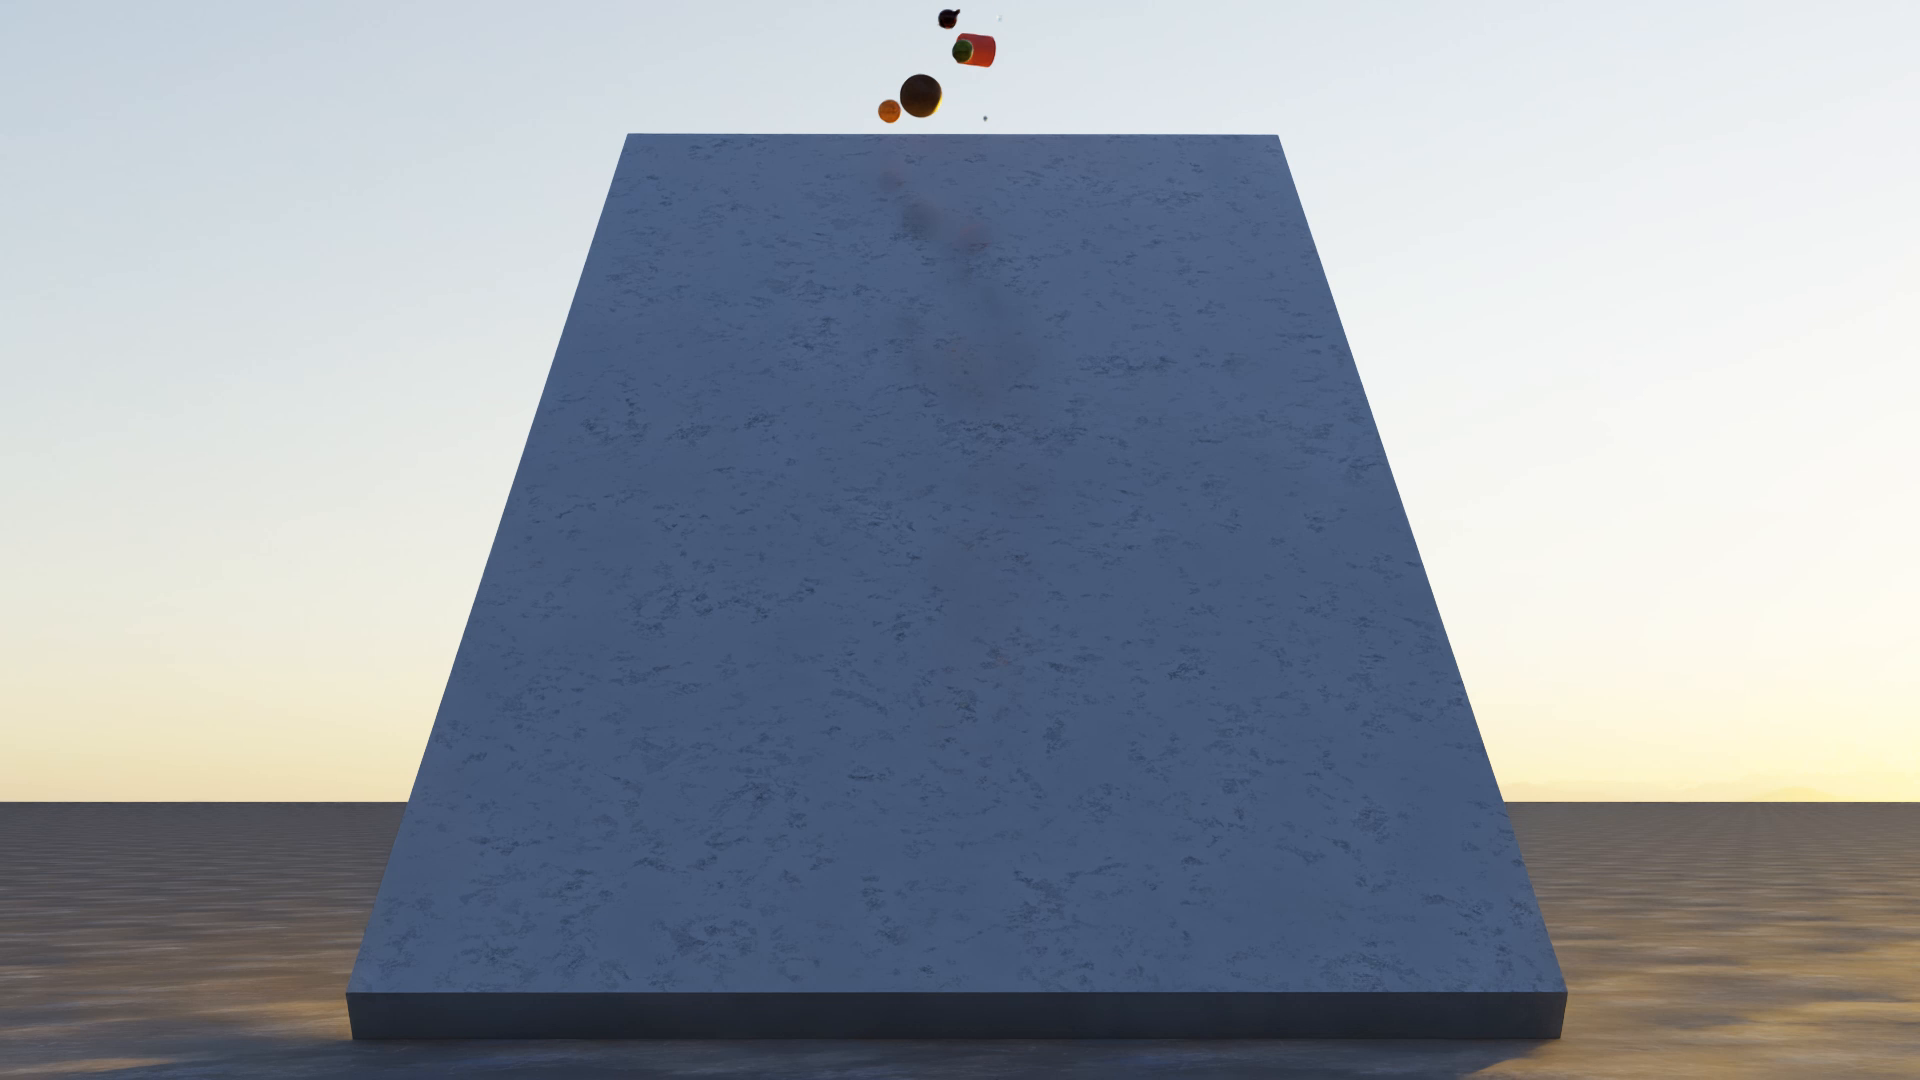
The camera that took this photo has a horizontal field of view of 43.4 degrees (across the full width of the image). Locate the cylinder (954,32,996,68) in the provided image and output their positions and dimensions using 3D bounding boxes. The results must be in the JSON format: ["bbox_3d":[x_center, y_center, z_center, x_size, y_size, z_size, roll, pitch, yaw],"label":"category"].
[{"bbox_3d":[0.045,-1.467,7.222,0.093,0.093,0.093,2,-6,-27],"label":"cylinder"}]

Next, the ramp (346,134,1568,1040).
[{"bbox_3d":[-0.013,-0.211,5.707,2.000,0.100,4.000,0,30,0],"label":"ramp"}]
